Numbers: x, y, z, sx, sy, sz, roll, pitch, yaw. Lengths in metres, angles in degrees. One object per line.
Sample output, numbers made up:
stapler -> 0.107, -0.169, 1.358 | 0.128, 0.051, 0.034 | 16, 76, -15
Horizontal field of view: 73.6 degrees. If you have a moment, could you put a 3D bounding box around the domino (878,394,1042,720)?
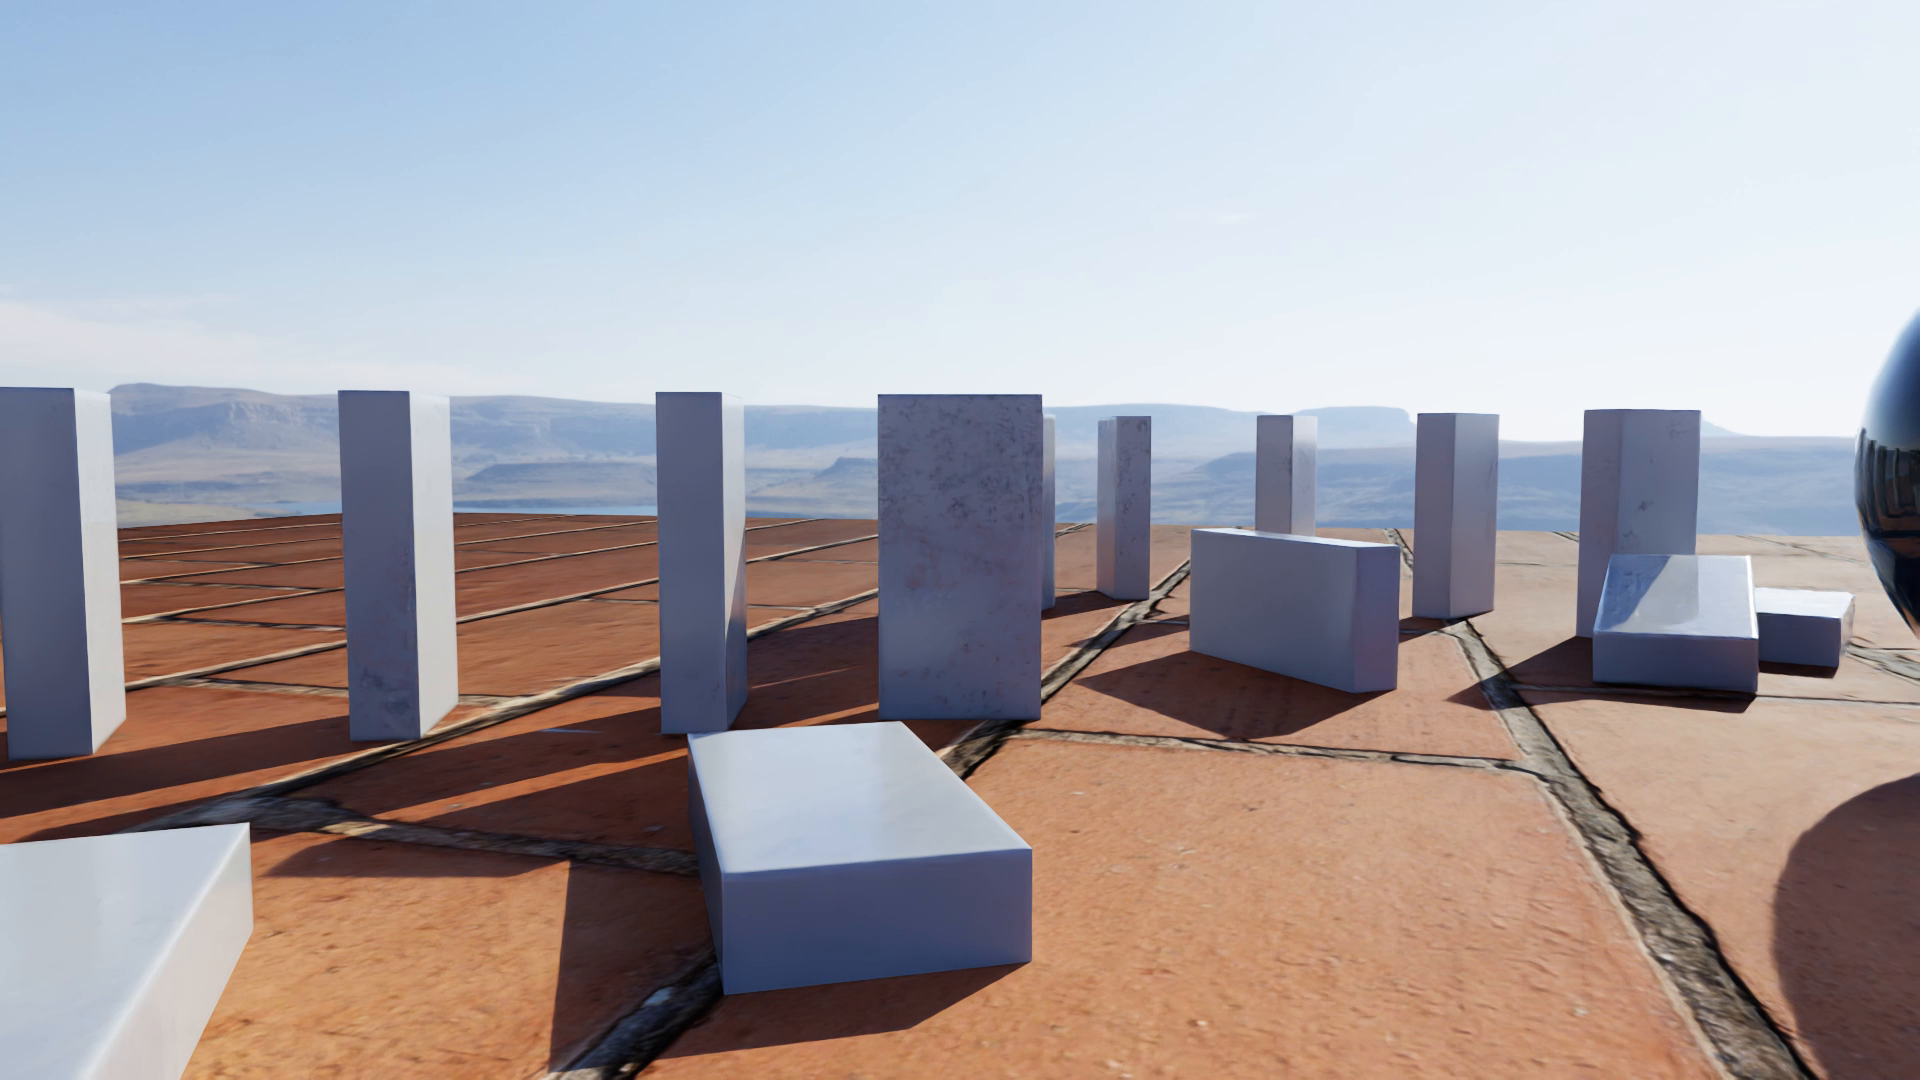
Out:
domino -> 0.000, 0.002, 0.201 | 0.025, 0.050, 0.009 | 0, 4, 0

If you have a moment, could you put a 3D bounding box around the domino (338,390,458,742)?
domino -> -0.085, 0.003, 0.195 | 0.010, 0.050, 0.025 | -1, 4, -9

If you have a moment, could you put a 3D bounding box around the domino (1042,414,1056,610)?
domino -> 0.011, -0.008, 0.334 | 0.025, 0.050, 0.009 | 2, 5, 24

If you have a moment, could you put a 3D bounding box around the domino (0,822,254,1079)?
domino -> -0.065, 0.031, 0.085 | 0.025, 0.010, 0.050 | -2, 5, -20

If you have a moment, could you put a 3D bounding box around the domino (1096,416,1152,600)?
domino -> 0.046, -0.009, 0.360 | 0.009, 0.050, 0.025 | 0, 4, -6

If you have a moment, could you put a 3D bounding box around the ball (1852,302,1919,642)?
ball -> 0.159, -0.009, 0.158 | 0.080, 0.080, 0.080 | 0, 4, 0

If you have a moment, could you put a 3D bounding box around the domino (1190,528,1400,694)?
domino -> 0.062, 0.012, 0.243 | 0.009, 0.025, 0.050 | -2, 5, -23

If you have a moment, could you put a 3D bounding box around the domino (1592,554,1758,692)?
domino -> 0.135, 0.014, 0.243 | 0.025, 0.010, 0.050 | 1, 16, 30

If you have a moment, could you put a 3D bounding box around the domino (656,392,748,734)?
domino -> -0.040, 0.003, 0.199 | 0.010, 0.050, 0.025 | 0, 4, -2

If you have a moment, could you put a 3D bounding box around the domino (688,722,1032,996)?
domino -> -0.013, 0.028, 0.126 | 0.025, 0.009, 0.050 | -1, 4, -15

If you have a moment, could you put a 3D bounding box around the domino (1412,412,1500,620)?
domino -> 0.124, -0.006, 0.321 | 0.025, 0.050, 0.010 | -4, 6, -44

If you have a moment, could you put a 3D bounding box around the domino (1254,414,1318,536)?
domino -> 0.089, -0.009, 0.348 | 0.010, 0.050, 0.025 | 2, 5, 30

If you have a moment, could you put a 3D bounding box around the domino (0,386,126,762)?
domino -> -0.128, 0.004, 0.183 | 0.009, 0.050, 0.025 | -2, 5, -24

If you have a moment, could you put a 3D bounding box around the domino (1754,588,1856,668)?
domino -> 0.173, 0.017, 0.271 | 0.025, 0.010, 0.050 | 3, 5, 37

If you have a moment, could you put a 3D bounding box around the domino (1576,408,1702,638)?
domino -> 0.150, -0.004, 0.284 | 0.025, 0.050, 0.010 | -2, 5, -24
